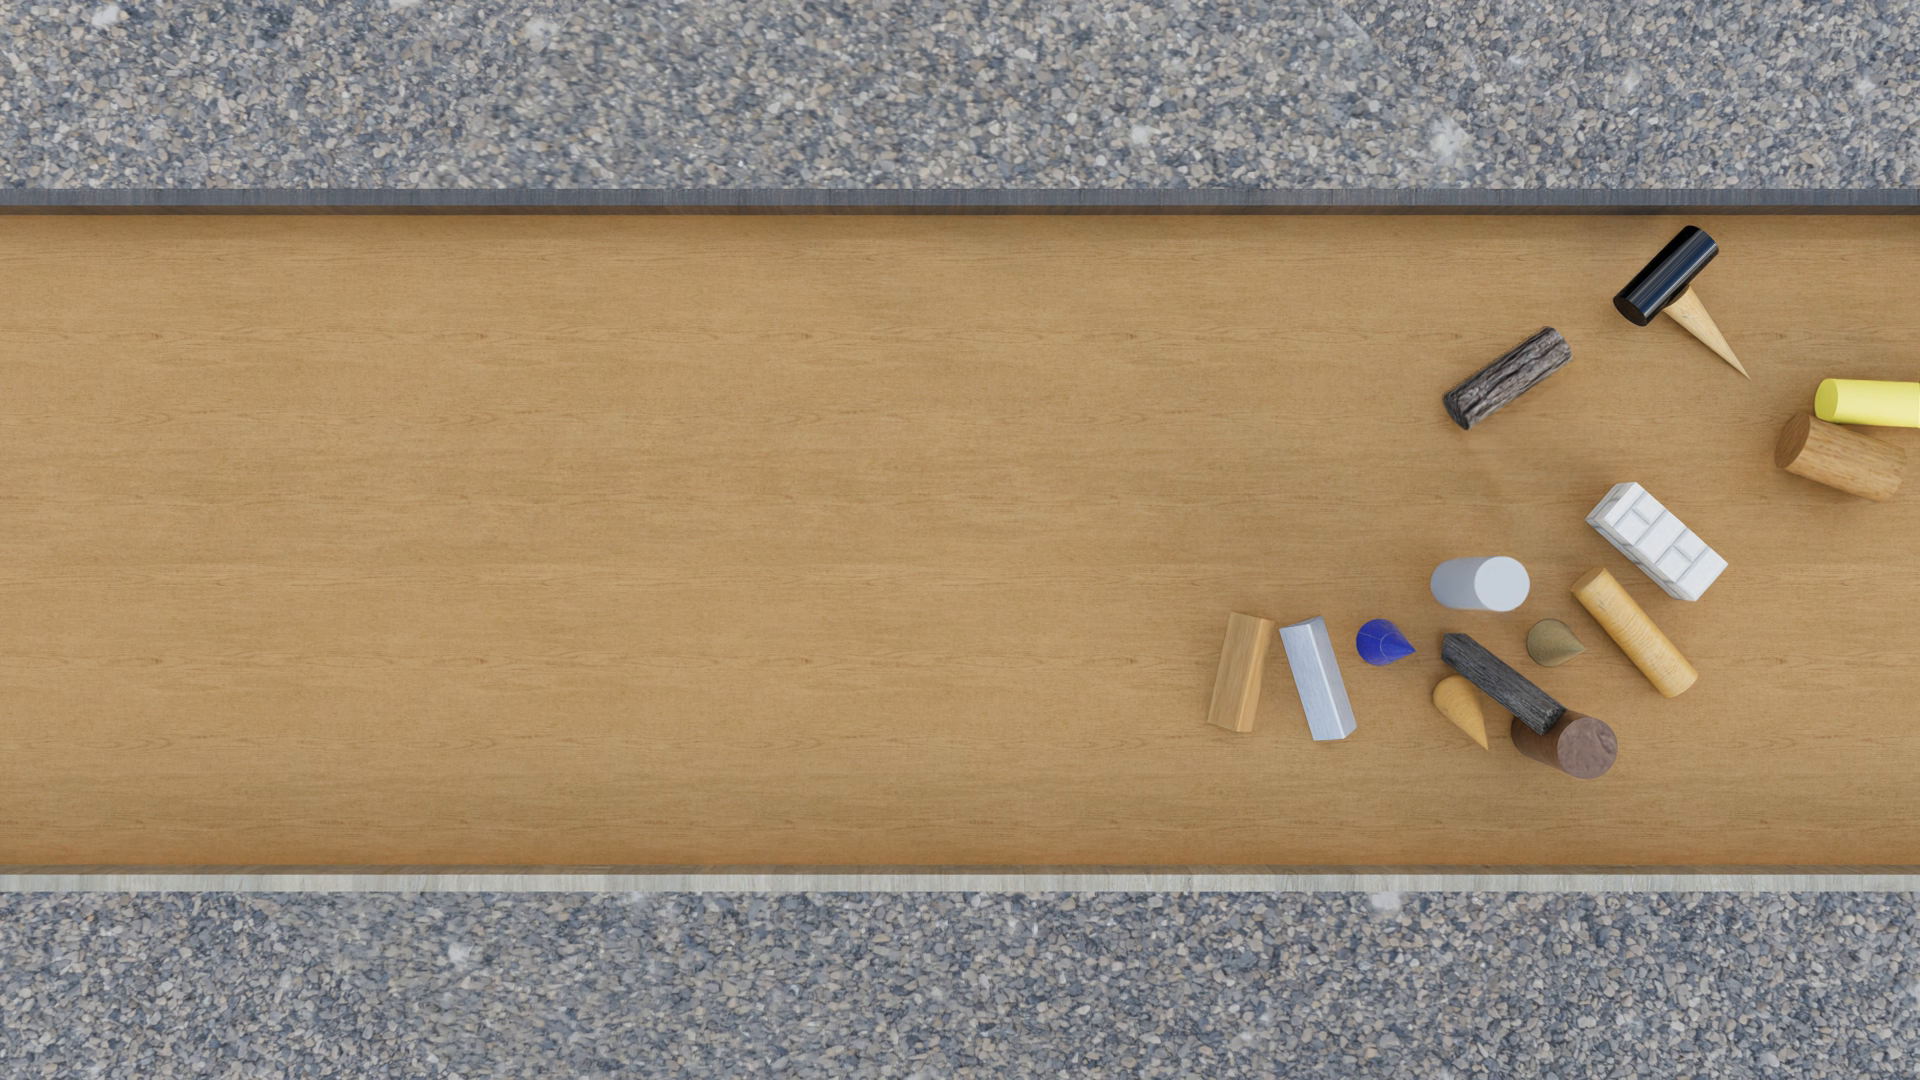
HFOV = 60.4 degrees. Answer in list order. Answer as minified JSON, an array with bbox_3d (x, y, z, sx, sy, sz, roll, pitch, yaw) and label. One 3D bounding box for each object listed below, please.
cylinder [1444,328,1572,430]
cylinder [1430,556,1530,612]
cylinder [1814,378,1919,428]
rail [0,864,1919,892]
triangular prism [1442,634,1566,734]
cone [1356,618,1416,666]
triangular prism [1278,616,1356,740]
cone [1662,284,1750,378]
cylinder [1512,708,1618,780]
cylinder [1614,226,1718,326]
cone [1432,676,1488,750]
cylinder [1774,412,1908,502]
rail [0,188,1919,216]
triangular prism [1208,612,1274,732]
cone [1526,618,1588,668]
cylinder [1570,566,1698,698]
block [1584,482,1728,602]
[{"bbox_3d":[1.664,-0.490,5.013,0.376,0.127,0.127,-34,90,0],"label":"cylinder"},{"bbox_3d":[1.523,0.130,4.852,0.155,0.445,0.155,0,88,0],"label":"cylinder"},{"bbox_3d":[2.823,-0.413,5.009,0.385,0.135,0.135,3,90,0],"label":"cylinder"},{"bbox_3d":[-2.247,1.025,5.001,12.000,0.150,0.050,0,90,0],"label":"rail"},{"bbox_3d":[1.603,0.408,4.907,0.106,0.092,0.400,-46,48,0],"label":"triangular prism"},{"bbox_3d":[1.291,0.315,4.872,0.145,0.409,0.145,0,90,0],"label":"cone"},{"bbox_3d":[1.100,0.424,5.014,0.137,0.119,0.359,-17,90,0],"label":"triangular prism"},{"bbox_3d":[2.306,-0.616,5.050,0.367,0.106,0.106,44,90,-8],"label":"cone"},{"bbox_3d":[1.792,0.592,4.904,0.180,0.333,0.180,0,92,-4],"label":"cylinder"},{"bbox_3d":[2.144,-0.802,5.012,0.305,0.128,0.128,-45,90,0],"label":"cylinder"},{"bbox_3d":[1.517,0.542,4.890,0.141,0.344,0.141,0,112,0],"label":"cone"},{"bbox_3d":[2.661,-0.248,4.987,0.307,0.178,0.178,20,90,0],"label":"cylinder"},{"bbox_3d":[-2.247,-1.025,5.002,12.000,0.150,0.050,0,90,0],"label":"rail"},{"bbox_3d":[0.864,0.404,5.014,0.138,0.119,0.348,12,90,0],"label":"triangular prism"},{"bbox_3d":[1.817,0.317,4.925,0.149,0.303,0.149,0,90,0],"label":"cone"},{"bbox_3d":[2.050,0.279,5.015,0.122,0.122,0.431,-41,90,0],"label":"cylinder"},{"bbox_3d":[2.110,0.005,5.003,0.372,0.148,0.148,42,90,0],"label":"block"}]
